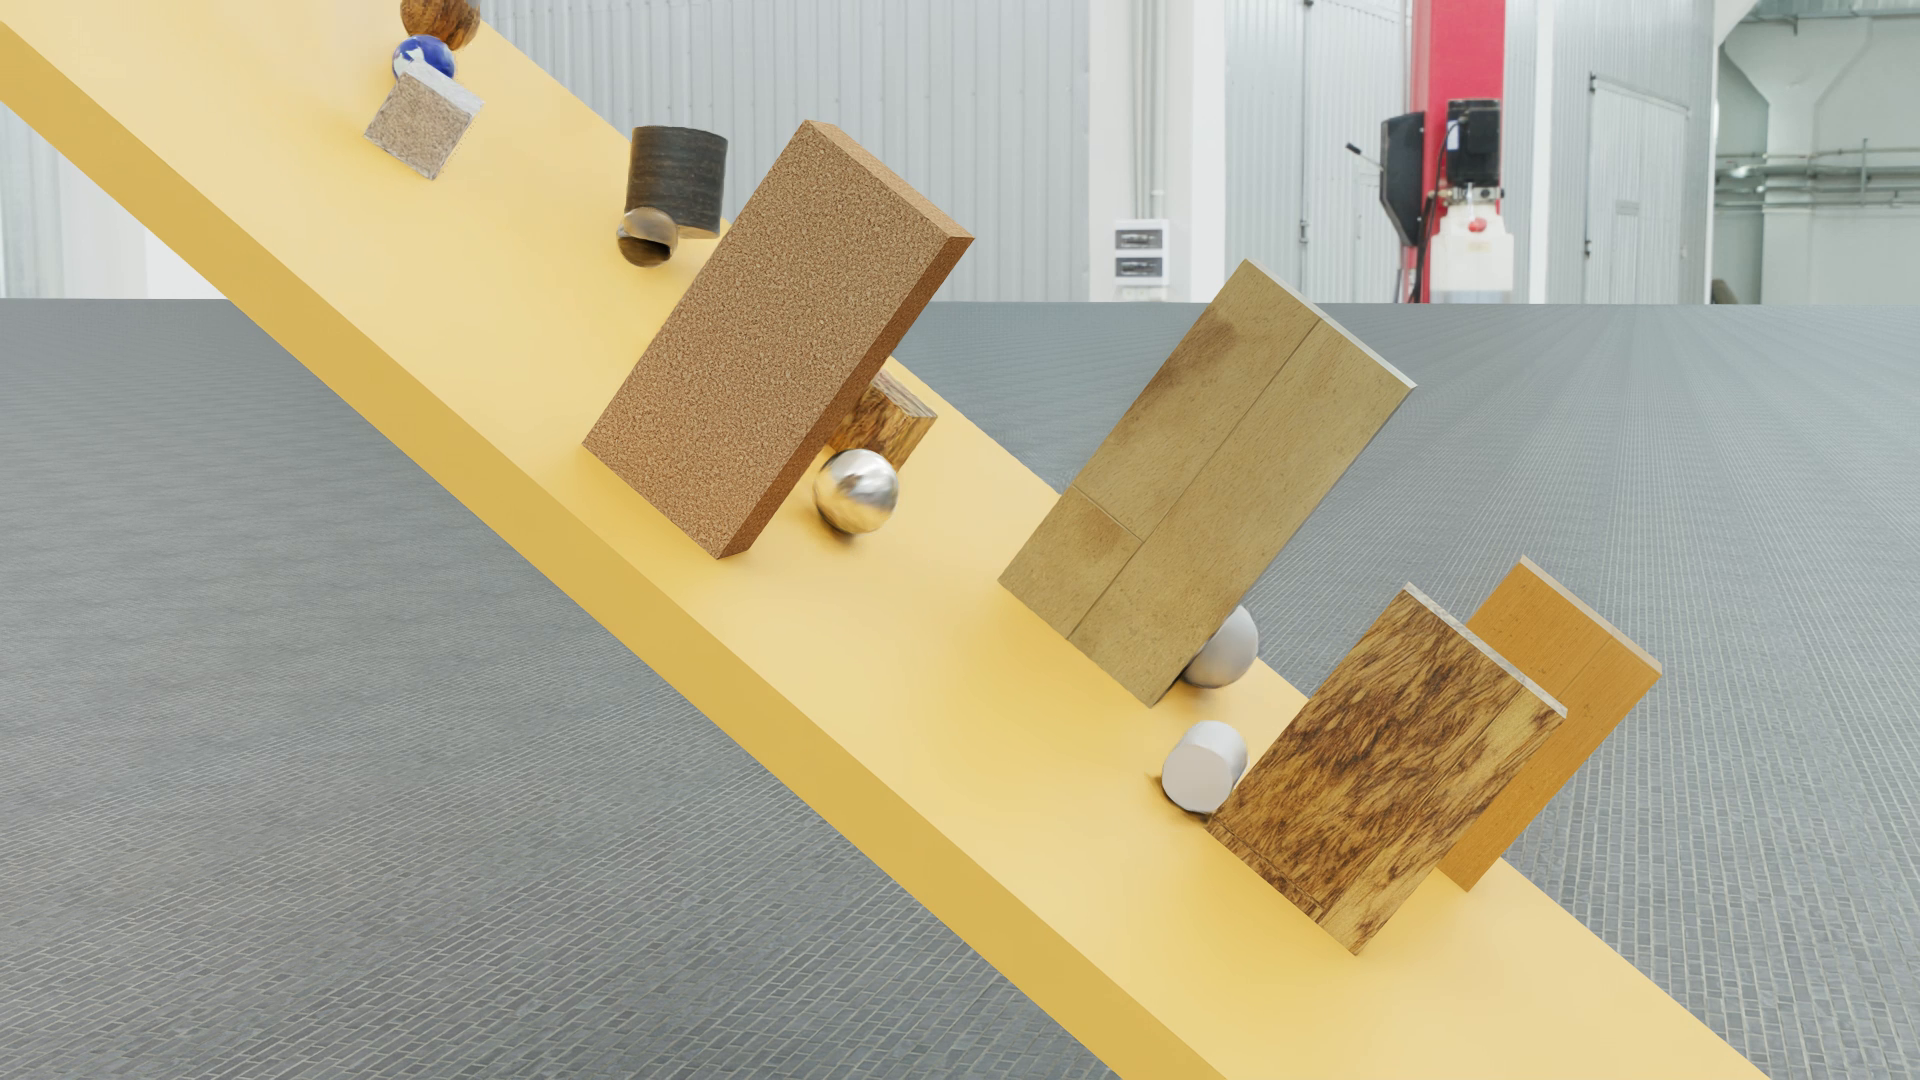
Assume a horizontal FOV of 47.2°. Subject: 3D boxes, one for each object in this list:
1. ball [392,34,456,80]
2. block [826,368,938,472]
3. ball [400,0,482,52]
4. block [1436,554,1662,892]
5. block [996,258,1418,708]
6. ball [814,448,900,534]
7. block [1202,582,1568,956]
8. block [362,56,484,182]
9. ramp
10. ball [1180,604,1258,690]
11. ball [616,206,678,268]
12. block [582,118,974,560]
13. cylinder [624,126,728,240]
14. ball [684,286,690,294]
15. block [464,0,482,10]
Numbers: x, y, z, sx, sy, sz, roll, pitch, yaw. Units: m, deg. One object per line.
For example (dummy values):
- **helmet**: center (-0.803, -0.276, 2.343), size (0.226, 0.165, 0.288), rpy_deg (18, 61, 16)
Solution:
- **ball**: center (-1.066, -0.942, 4.370), size (0.124, 0.124, 0.124), rpy_deg (0, 7, 0)
- **block**: center (-0.165, -0.227, 4.245), size (0.148, 0.148, 0.148), rpy_deg (41, 16, 14)
- **ball**: center (-1.090, -1.107, 4.617), size (0.166, 0.166, 0.166), rpy_deg (0, 7, 0)
- **block**: center (1.076, 0.368, 4.422), size (0.345, 0.584, 0.127), rpy_deg (40, 16, 9)
- **block**: center (0.451, -0.102, 4.082), size (0.377, 0.762, 0.121), rpy_deg (40, 16, 9)
- **ball**: center (-0.179, -0.085, 3.810), size (0.150, 0.150, 0.150), rpy_deg (0, 7, 0)
- **block**: center (0.706, 0.383, 3.678), size (0.331, 0.535, 0.089), rpy_deg (40, 16, 9)
- **block**: center (-0.982, -0.773, 4.037), size (0.145, 0.145, 0.145), rpy_deg (33, 16, -15)
- **ramp**: center (-0.040, 0.096, 4.058), size (4.000, 0.100, 2.000), rpy_deg (40, 16, 9)
- **ball**: center (0.498, 0.202, 4.378), size (0.190, 0.190, 0.190), rpy_deg (0, 7, 0)
- **ball**: center (-0.621, -0.601, 4.369), size (0.122, 0.122, 0.122), rpy_deg (0, 7, 0)
- **block**: center (-0.281, -0.301, 3.348), size (0.282, 0.614, 0.126), rpy_deg (40, 16, 9)
- **cylinder**: center (-0.583, -0.731, 4.515), size (0.196, 0.196, 0.196), rpy_deg (5, -1, 0)
- **ball**: center (-0.460, -0.432, 4.188), size (0.149, 0.149, 0.149), rpy_deg (0, 7, 0)
- **block**: center (-1.001, -1.187, 4.401), size (0.143, 0.143, 0.143), rpy_deg (45, 1, 24)
